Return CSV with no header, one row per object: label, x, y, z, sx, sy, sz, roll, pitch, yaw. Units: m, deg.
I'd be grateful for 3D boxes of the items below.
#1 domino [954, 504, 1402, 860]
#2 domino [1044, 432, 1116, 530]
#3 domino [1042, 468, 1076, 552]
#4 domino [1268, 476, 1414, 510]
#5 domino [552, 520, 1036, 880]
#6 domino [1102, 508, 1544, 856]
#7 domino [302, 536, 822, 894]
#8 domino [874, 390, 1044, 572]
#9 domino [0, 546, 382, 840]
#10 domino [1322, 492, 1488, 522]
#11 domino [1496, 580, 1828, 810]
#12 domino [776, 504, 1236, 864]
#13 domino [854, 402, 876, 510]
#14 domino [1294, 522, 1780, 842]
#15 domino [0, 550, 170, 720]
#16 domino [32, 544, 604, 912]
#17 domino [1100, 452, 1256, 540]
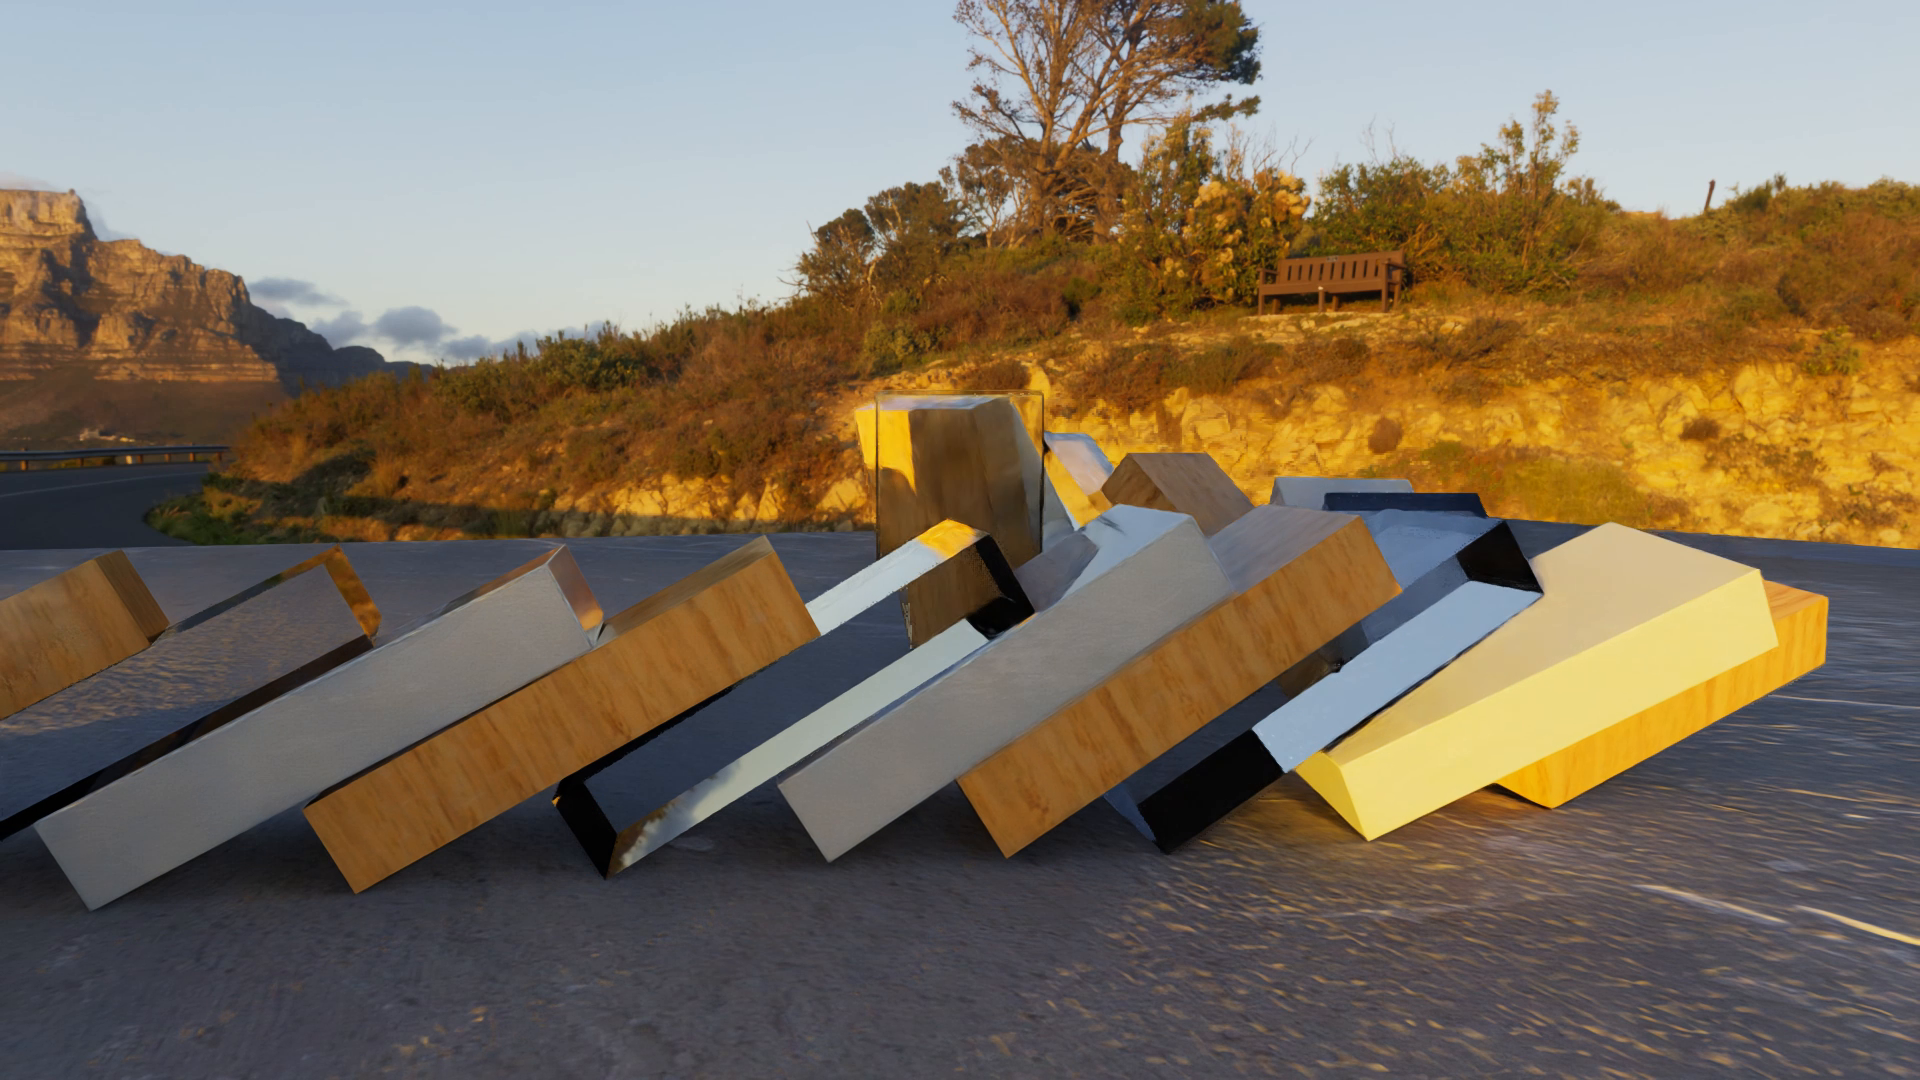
domino,0.021,0.014,0.144,0.050,0.009,0.025,-33,9,-6
domino,0.031,0.002,0.241,0.009,0.050,0.025,-42,-16,23
domino,0.012,0.000,0.231,0.009,0.050,0.025,-29,11,-15
domino,0.071,0.008,0.221,0.025,0.009,0.050,1,38,-3
domino,-0.018,0.015,0.140,0.050,0.009,0.025,-31,9,-7
domino,0.037,0.014,0.147,0.050,0.009,0.025,-33,9,-7
domino,-0.040,0.016,0.136,0.050,0.009,0.025,-29,9,-8
domino,0.000,0.002,0.198,0.025,0.050,0.009,0,10,0
domino,-0.085,0.017,0.129,0.050,0.009,0.025,-30,15,-18
domino,0.073,0.010,0.199,0.025,0.009,0.050,0,36,4
domino,0.084,0.016,0.167,0.050,0.009,0.025,-19,21,-21
domino,0.003,0.014,0.142,0.050,0.009,0.025,-33,9,-7
domino,-0.001,0.001,0.217,0.025,0.050,0.009,3,21,38
domino,0.063,0.015,0.149,0.050,0.009,0.025,-25,15,-2
domino,-0.105,0.018,0.122,0.050,0.009,0.025,-32,16,-24
domino,-0.062,0.017,0.132,0.050,0.009,0.025,-28,10,-10
domino,0.050,0.005,0.233,0.025,0.010,0.050,-4,49,-45
